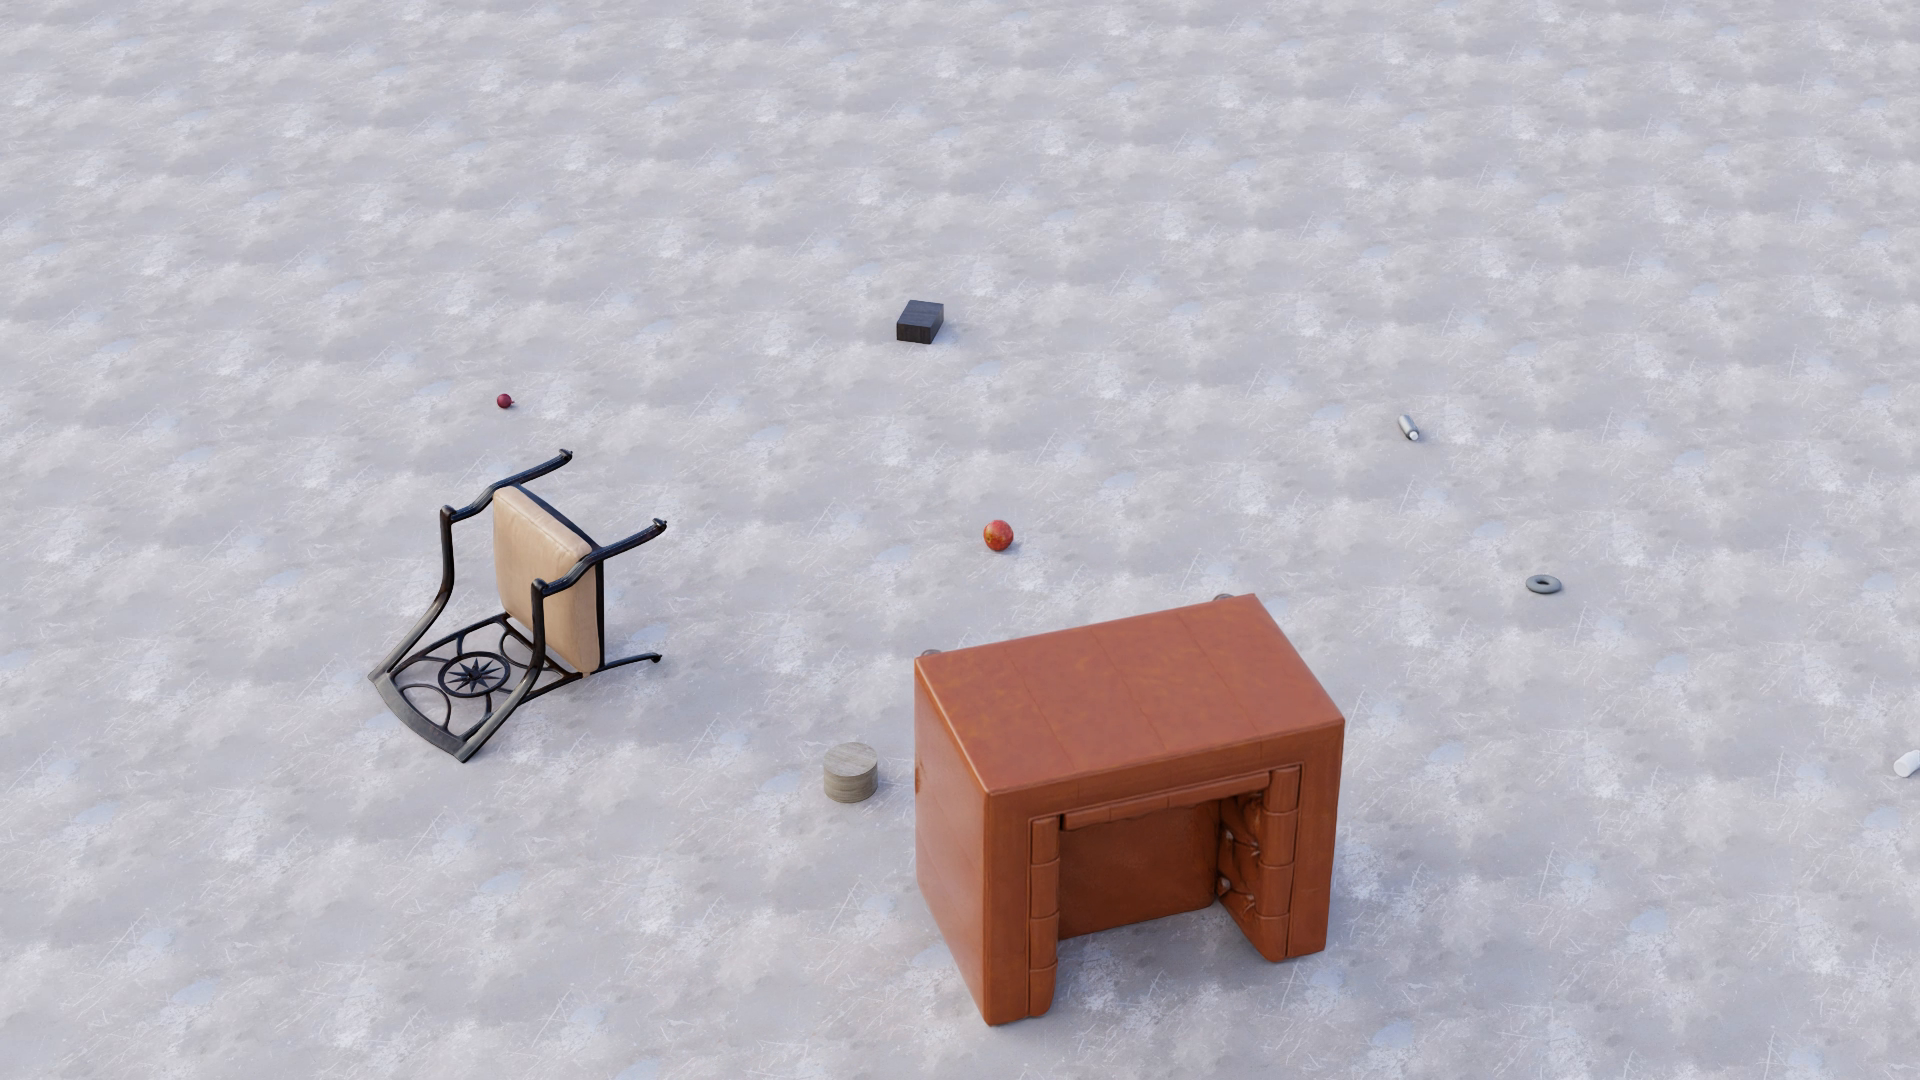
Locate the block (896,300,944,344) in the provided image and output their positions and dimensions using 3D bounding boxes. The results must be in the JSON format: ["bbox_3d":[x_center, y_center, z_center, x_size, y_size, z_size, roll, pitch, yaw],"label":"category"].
[{"bbox_3d":[-0.166,-0.911,12.253,0.147,0.082,0.209,8,34,12],"label":"block"}]

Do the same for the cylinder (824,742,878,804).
[{"bbox_3d":[-0.361,0.768,9.678,0.174,0.112,0.188,20,38,28],"label":"cylinder"}]

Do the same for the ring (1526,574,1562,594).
[{"bbox_3d":[2.124,0.160,10.676,0.130,0.029,0.102,1,34,3],"label":"ring"}]
